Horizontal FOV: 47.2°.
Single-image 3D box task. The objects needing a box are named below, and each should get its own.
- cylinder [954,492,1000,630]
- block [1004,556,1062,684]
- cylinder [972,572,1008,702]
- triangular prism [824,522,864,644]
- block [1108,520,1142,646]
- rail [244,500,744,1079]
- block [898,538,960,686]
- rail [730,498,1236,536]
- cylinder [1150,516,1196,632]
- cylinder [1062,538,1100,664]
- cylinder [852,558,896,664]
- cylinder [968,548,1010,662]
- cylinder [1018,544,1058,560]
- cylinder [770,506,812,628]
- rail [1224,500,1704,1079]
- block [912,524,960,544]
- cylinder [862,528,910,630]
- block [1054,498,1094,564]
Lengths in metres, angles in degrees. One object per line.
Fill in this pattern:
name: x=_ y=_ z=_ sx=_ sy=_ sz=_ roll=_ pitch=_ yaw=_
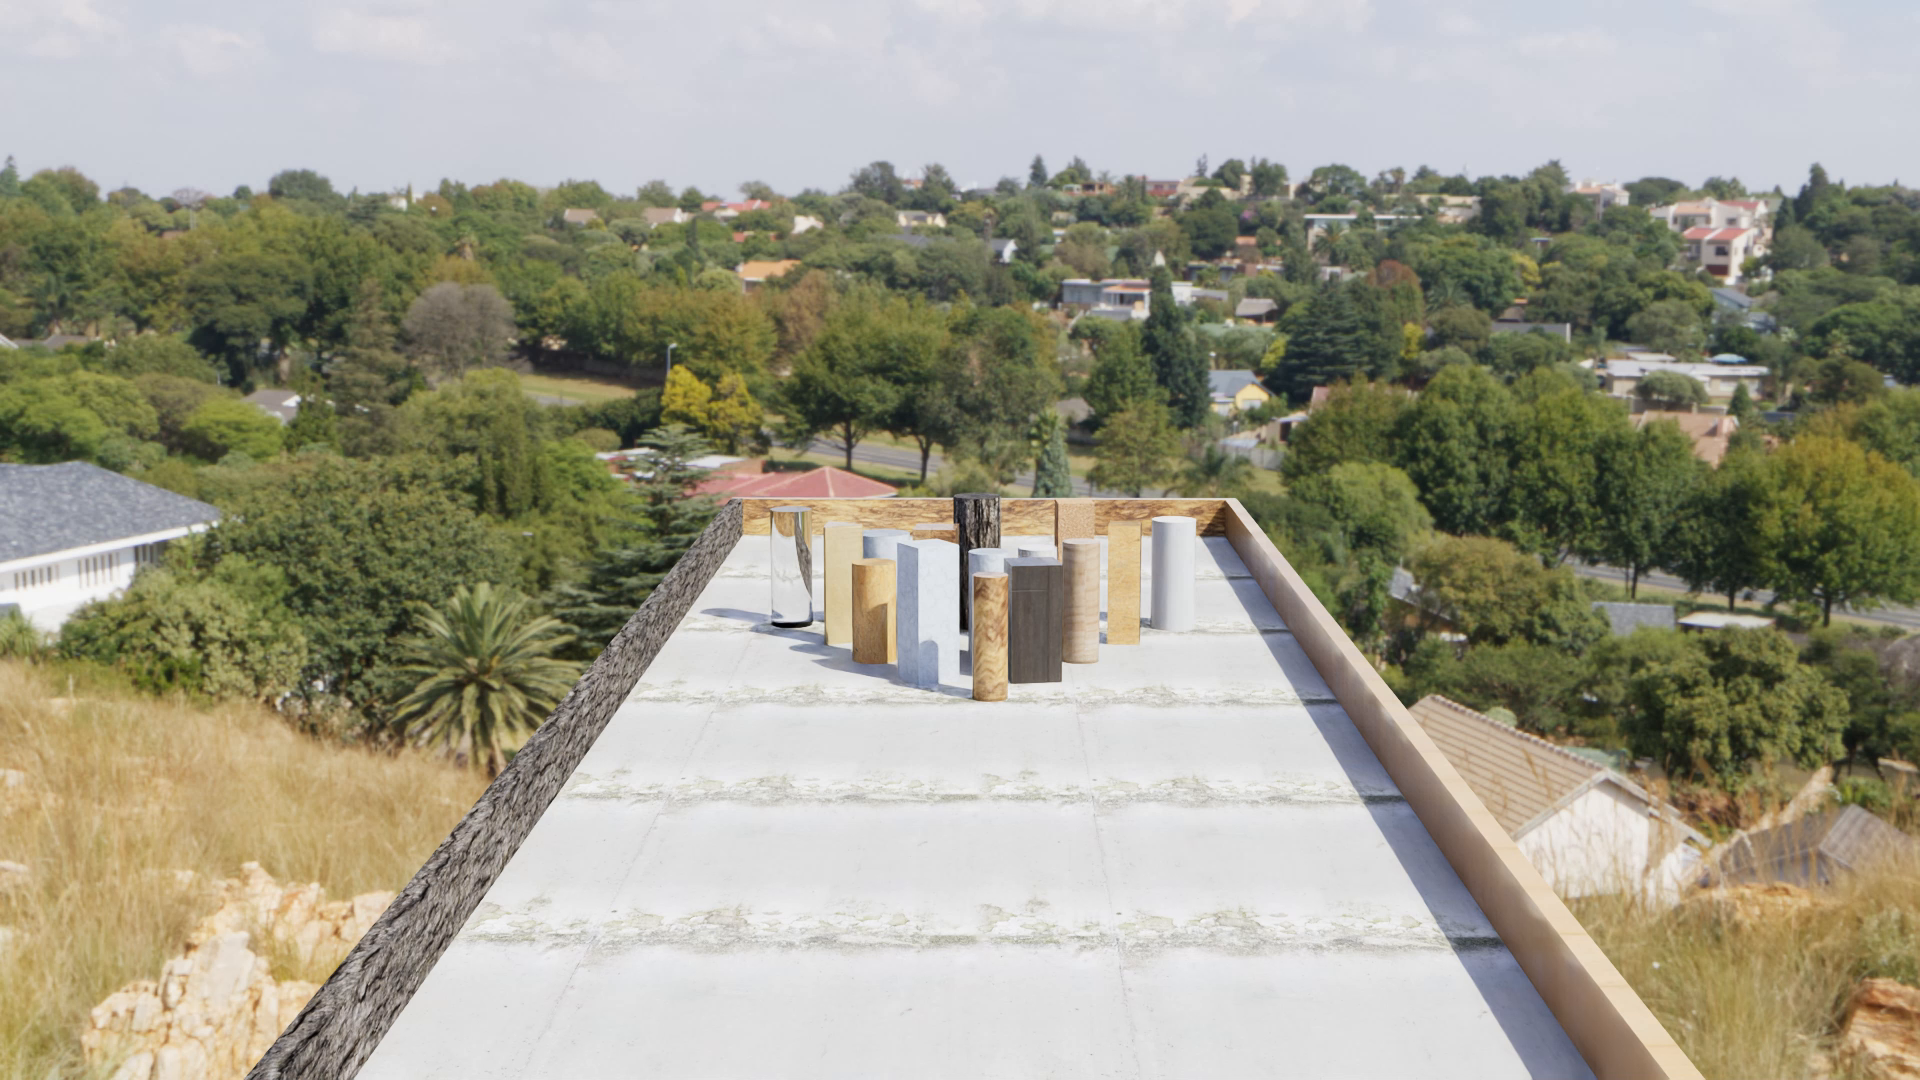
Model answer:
cylinder: x=0.056 y=0.069 z=7.196 sx=0.156 sy=0.431 sz=0.156 roll=0 pitch=9 yaw=0
block: x=0.213 y=0.233 z=6.431 sx=0.148 sy=0.346 sz=0.148 roll=-1 pitch=9 yaw=-8
cylinder: x=0.085 y=0.271 z=6.171 sx=0.100 sy=0.353 sz=0.100 roll=0 pitch=9 yaw=0
triangular prism: x=-0.389 y=0.133 z=6.971 sx=0.131 sy=0.375 sz=0.114 roll=-4 pitch=10 yaw=-25
block: x=0.519 y=0.135 z=6.946 sx=0.100 sy=0.379 sz=0.100 roll=1 pitch=9 yaw=7
rail: x=-1.004 y=0.839 z=3.234 sx=0.050 sy=0.150 sz=12.000 roll=0 pitch=9 yaw=1
block: x=-0.093 y=0.208 z=6.412 sx=0.133 sy=0.401 sz=0.133 roll=-5 pitch=10 yaw=-29
rail: x=0.099 y=-0.098 z=9.147 sx=2.100 sy=0.150 sz=0.050 roll=0 pitch=9 yaw=1
cylinder: x=0.696 y=0.109 z=7.186 sx=0.145 sy=0.356 sz=0.145 roll=0 pitch=9 yaw=0
cylinder: x=0.366 y=0.185 z=6.669 sx=0.115 sy=0.367 sz=0.115 roll=0 pitch=9 yaw=0
cylinder: x=-0.260 y=0.216 z=6.686 sx=0.135 sy=0.301 sz=0.135 roll=0 pitch=9 yaw=0
cylinder: x=0.088 y=0.200 z=6.677 sx=0.125 sy=0.335 sz=0.125 roll=0 pitch=9 yaw=0
cylinder: x=0.244 y=0.174 z=6.933 sx=0.124 sy=0.306 sz=0.124 roll=0 pitch=9 yaw=0
cylinder: x=-0.554 y=0.088 z=7.226 sx=0.137 sy=0.384 sz=0.137 roll=0 pitch=9 yaw=0
rail: x=1.046 y=0.843 z=3.208 sx=0.050 sy=0.150 sz=12.000 roll=0 pitch=9 yaw=1
block: x=-0.075 y=0.143 z=6.912 sx=0.133 sy=0.374 sz=0.133 roll=1 pitch=9 yaw=5
cylinder: x=-0.251 y=0.130 z=7.201 sx=0.174 sy=0.310 sz=0.174 roll=0 pitch=9 yaw=0
block: x=0.371 y=0.081 z=7.156 sx=0.117 sy=0.420 sz=0.117 roll=-1 pitch=9 yaw=-4
